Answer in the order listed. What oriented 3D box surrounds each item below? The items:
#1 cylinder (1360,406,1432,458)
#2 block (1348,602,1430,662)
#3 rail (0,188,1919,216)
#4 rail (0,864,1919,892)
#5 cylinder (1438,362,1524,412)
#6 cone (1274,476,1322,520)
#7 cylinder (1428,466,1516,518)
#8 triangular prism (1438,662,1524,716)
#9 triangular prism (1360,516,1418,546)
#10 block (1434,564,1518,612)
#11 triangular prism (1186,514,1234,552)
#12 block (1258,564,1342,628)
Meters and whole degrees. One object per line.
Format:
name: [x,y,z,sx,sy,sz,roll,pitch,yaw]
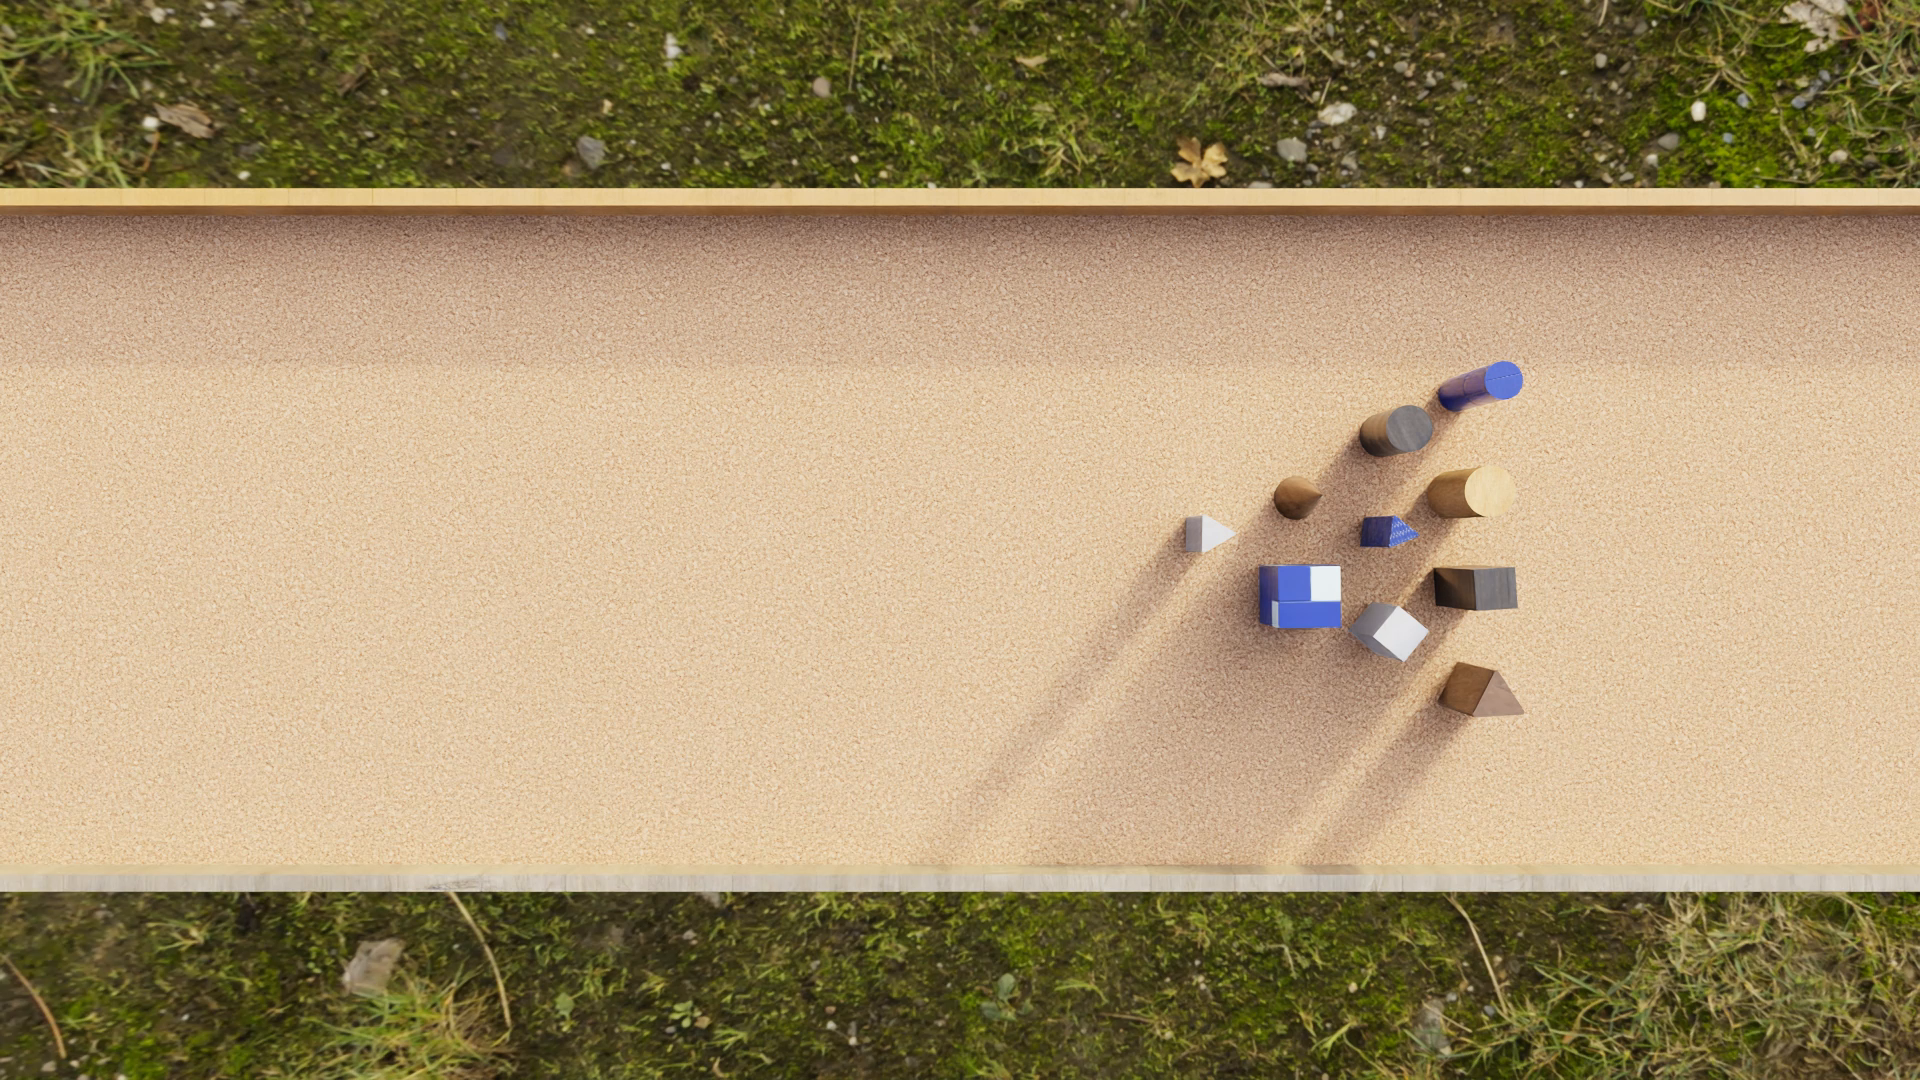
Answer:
cylinder: [1.297,-0.322,4.917,0.135,0.319,0.135,0,90,0]
block: [1.276,0.272,4.923,0.116,0.307,0.116,39,90,0]
rail: [-2.247,-1.025,5.002,12.000,0.150,0.050,0,90,0]
rail: [-2.247,1.025,5.001,12.000,0.150,0.050,0,90,0]
cylinder: [1.526,-0.448,4.852,0.108,0.448,0.108,0,90,0]
cone: [1.033,-0.129,4.885,0.135,0.384,0.135,0,90,0]
cylinder: [1.511,-0.139,4.889,0.145,0.376,0.145,0,90,0]
triangular prism: [1.539,0.437,4.899,0.147,0.355,0.127,-3,90,0]
triangular prism: [1.260,-0.033,4.903,0.091,0.347,0.079,-22,90,0]
block: [1.519,0.139,4.876,0.118,0.401,0.118,-4,90,0]
triangular prism: [0.721,-0.032,4.902,0.107,0.350,0.093,-29,90,0]
block: [1.010,0.164,4.921,0.179,0.312,0.179,-1,90,0]
